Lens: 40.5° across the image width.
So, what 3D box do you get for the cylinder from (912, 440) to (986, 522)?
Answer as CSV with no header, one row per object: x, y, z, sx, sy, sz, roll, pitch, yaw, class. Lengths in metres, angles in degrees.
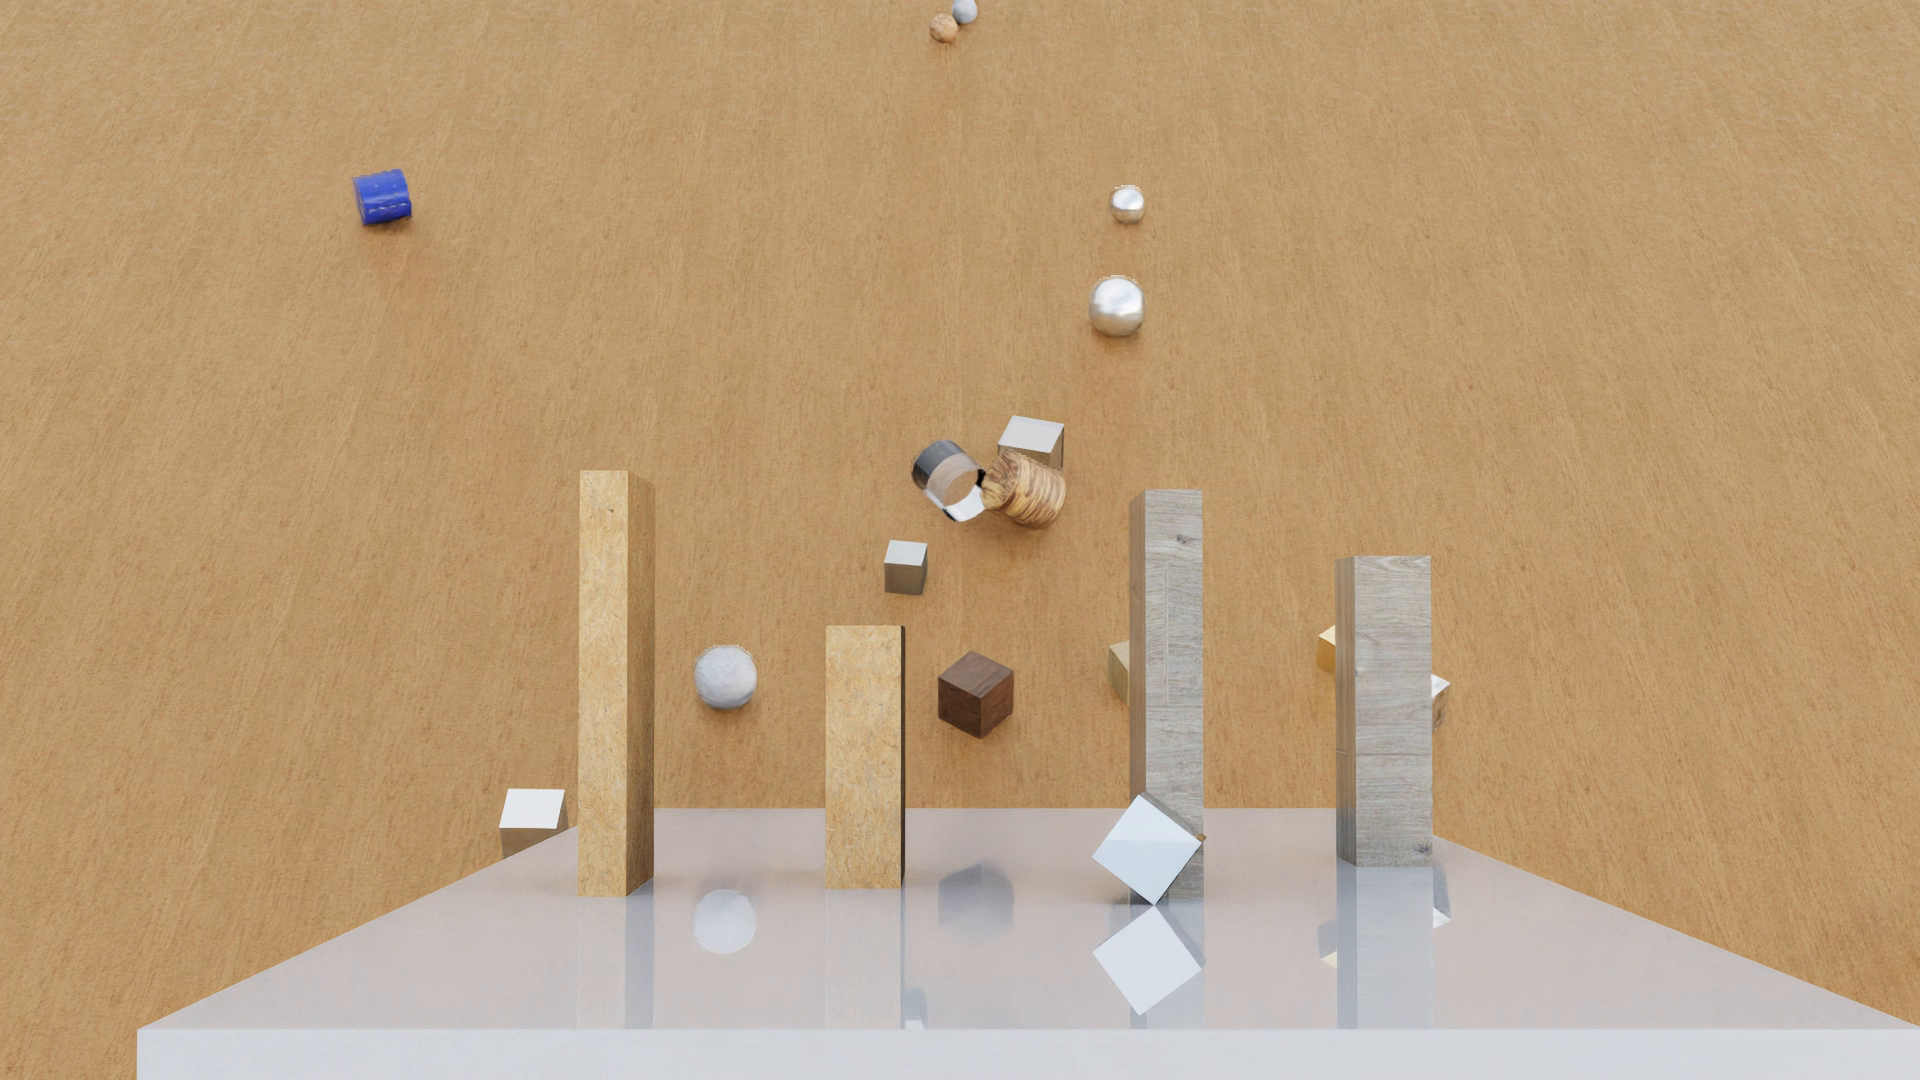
-0.022,-0.185,8.092,0.185,0.185,0.185,-20,41,-25,cylinder

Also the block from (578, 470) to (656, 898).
-0.613,0.254,4.670,0.083,0.731,0.407,0,-2,0,block

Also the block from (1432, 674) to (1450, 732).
1.261,0.457,7.261,0.142,0.142,0.142,29,45,33,block

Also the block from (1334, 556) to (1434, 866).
0.847,0.339,5.212,0.149,0.606,0.270,0,-2,0,block

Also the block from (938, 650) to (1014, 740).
0.045,0.433,7.286,0.151,0.151,0.151,25,43,30,block

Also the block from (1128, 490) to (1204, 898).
0.367,0.271,4.667,0.098,0.698,0.431,0,-2,0,block

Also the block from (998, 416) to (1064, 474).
0.224,-0.265,8.213,0.169,0.169,0.169,10,38,14,block

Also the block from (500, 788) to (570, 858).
-1.119,0.762,6.844,0.148,0.148,0.148,1,37,1,block

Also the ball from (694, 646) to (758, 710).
-0.660,0.390,7.320,0.180,0.180,0.180,0,37,0,ball

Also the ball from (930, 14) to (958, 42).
-0.070,-2.118,10.760,0.117,0.117,0.117,0,37,0,ball

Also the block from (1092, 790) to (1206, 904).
0.320,0.517,4.375,0.130,0.130,0.130,37,4,9,block

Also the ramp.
0.080,0.680,4.903,2.000,0.100,4.000,0,-2,0,ramp

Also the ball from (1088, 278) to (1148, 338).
0.540,-0.796,8.902,0.203,0.203,0.203,0,37,0,ball

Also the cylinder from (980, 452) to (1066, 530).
0.193,-0.151,7.983,0.186,0.186,0.186,24,26,-30,cylinder

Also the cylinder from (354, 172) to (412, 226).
-2.117,-1.253,9.538,0.170,0.170,0.170,-14,39,-18,cylinder

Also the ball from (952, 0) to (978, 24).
0.019,-2.220,10.904,0.111,0.111,0.111,0,37,0,ball

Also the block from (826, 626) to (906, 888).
-0.172,0.393,4.804,0.133,0.466,0.387,0,-2,0,block

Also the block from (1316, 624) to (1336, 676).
1.104,0.319,7.475,0.109,0.109,0.109,-29,46,-34,block

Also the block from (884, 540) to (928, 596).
-0.162,0.083,7.790,0.112,0.112,0.112,5,37,7,block

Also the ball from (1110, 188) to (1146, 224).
0.616,-1.226,9.541,0.134,0.134,0.134,0,37,0,ball

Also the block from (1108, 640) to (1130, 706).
0.506,0.371,7.388,0.128,0.128,0.128,-14,39,-18,block
